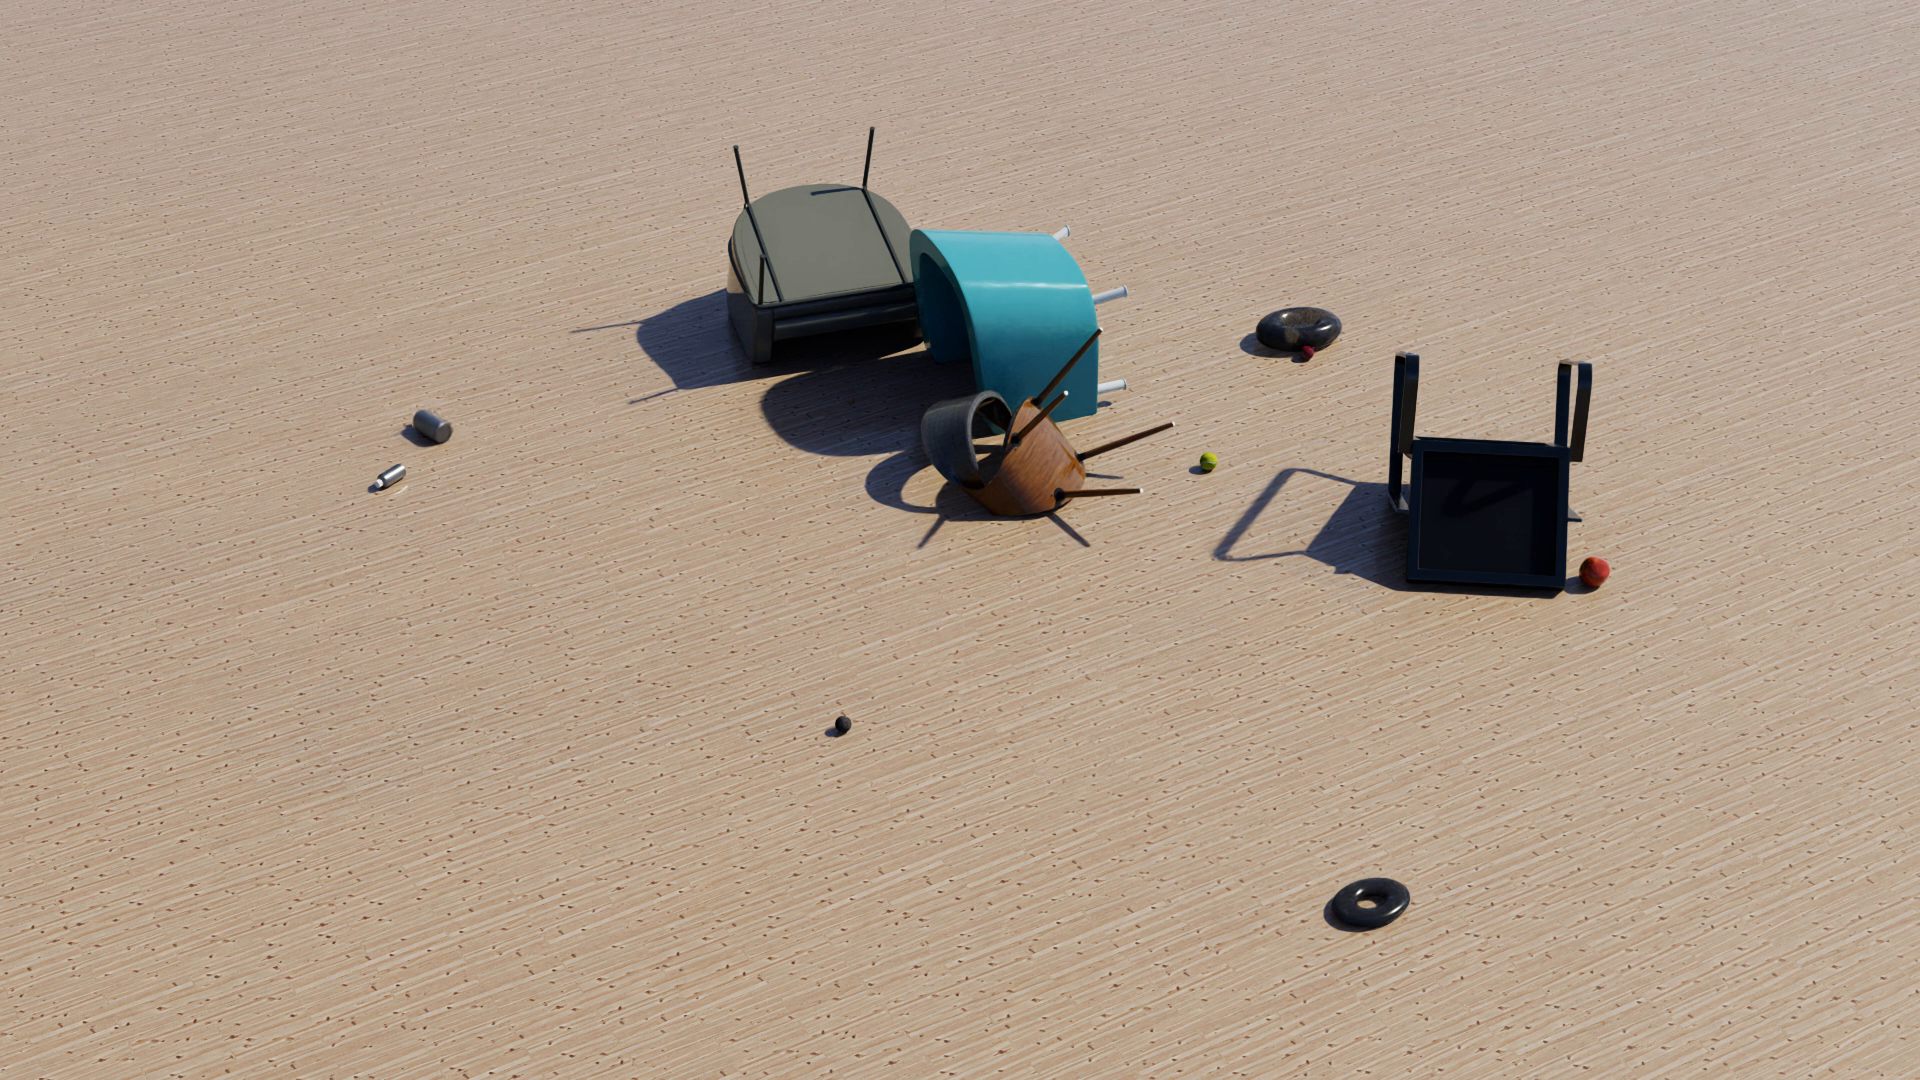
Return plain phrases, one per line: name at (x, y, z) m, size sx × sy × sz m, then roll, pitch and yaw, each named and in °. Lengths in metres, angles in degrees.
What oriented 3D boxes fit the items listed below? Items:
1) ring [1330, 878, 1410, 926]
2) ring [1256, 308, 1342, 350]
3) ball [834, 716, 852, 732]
ring at (1.287, 1.134, 9.185) m, size 0.276 × 0.043 × 0.201 m, roll -20°, pitch 38°, yaw -28°
ring at (1.408, -0.876, 12.182) m, size 0.375 × 0.104 × 0.262 m, roll -10°, pitch 33°, yaw -15°
ball at (-0.396, 0.624, 9.945) m, size 0.057 × 0.057 × 0.057 m, roll 0°, pitch 33°, yaw 0°
